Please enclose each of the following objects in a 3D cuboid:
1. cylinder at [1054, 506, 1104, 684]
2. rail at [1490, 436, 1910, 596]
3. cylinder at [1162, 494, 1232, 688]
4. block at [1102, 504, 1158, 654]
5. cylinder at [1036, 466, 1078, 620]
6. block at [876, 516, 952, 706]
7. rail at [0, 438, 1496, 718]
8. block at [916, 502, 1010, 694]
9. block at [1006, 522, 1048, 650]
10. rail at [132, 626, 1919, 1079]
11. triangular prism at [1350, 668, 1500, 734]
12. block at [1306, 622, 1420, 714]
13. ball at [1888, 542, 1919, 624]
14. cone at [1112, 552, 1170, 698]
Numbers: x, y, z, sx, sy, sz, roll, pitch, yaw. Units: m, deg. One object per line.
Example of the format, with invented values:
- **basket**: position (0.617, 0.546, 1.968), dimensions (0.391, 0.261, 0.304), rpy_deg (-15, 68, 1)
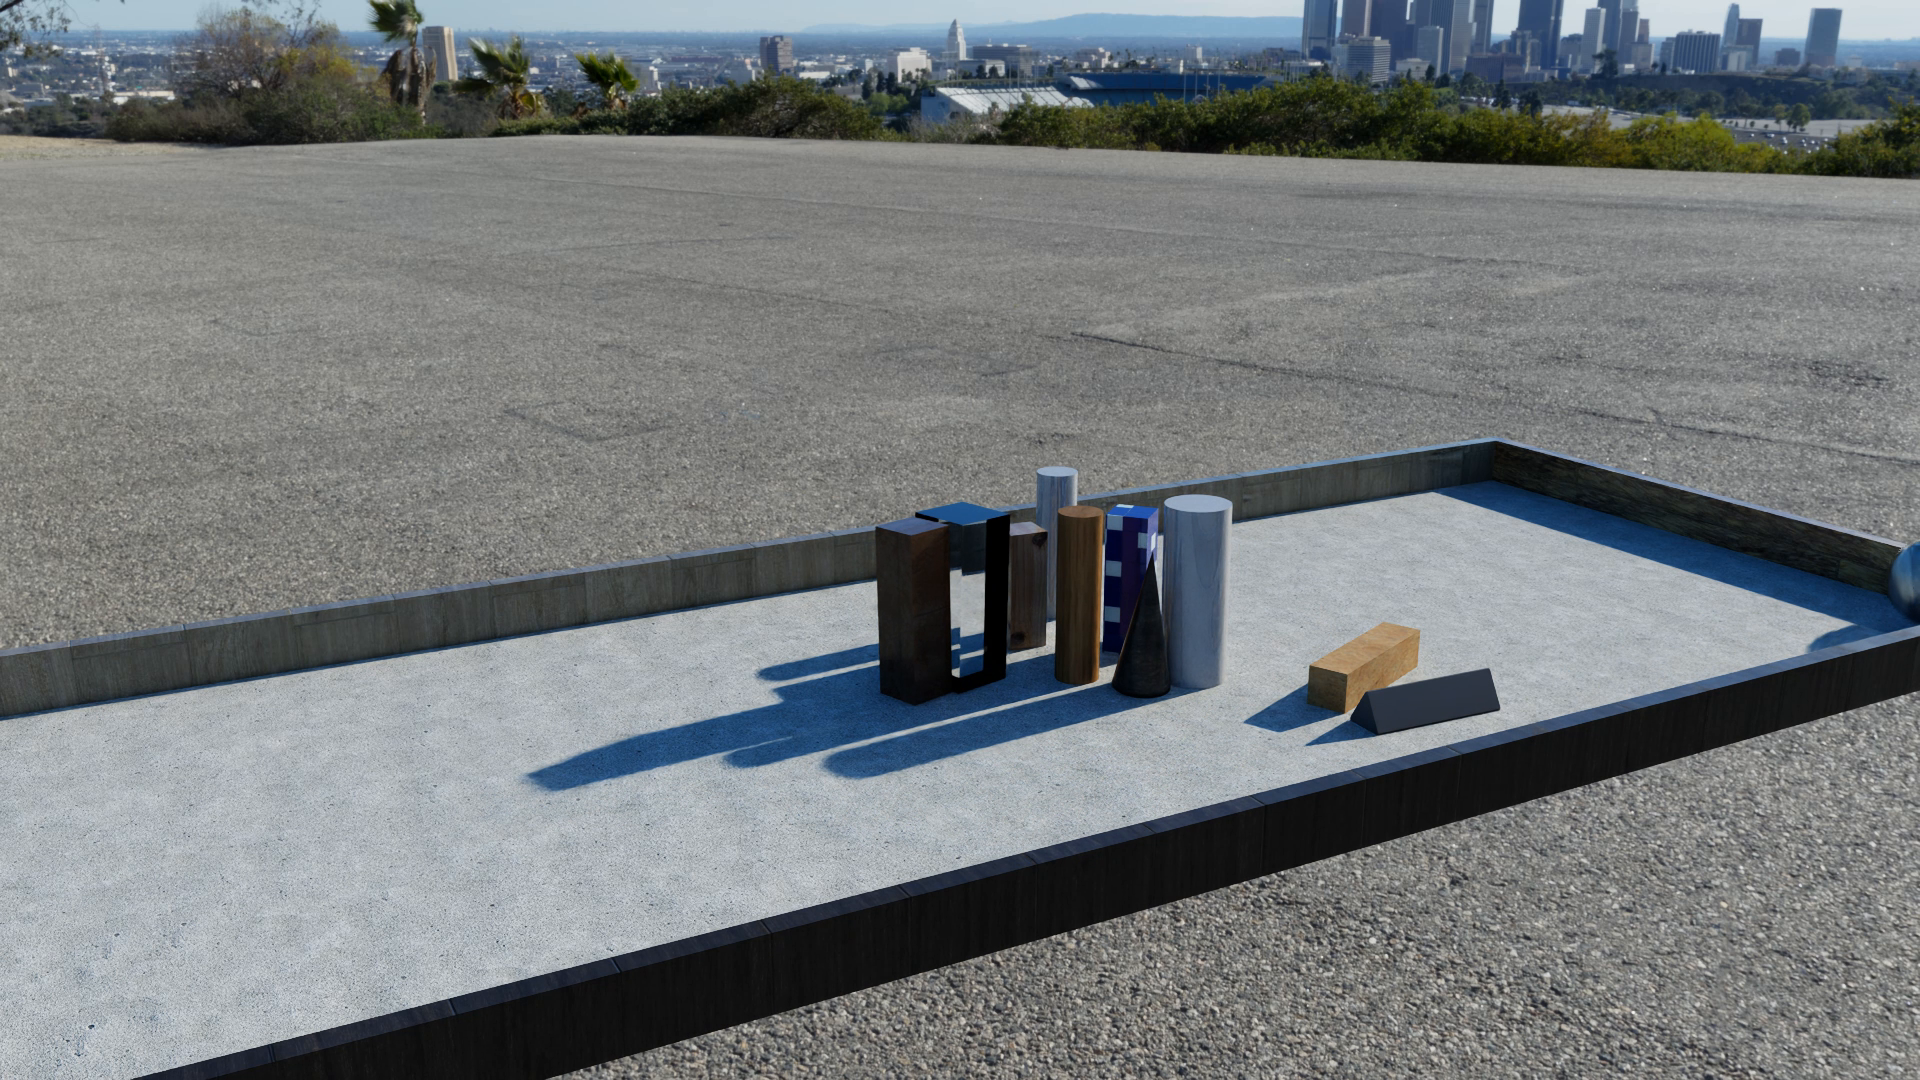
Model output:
- **cylinder**: position (0.296, 0.138, 4.114), dimensions (0.112, 0.434, 0.112), rpy_deg (0, 17, 0)
- **rail**: position (2.466, -0.048, 5.253), dimensions (0.050, 0.150, 2.100), rpy_deg (-9, 18, -27)
- **cylinder**: position (0.587, 0.128, 4.109), dimensions (0.166, 0.455, 0.166), rpy_deg (-1, 17, 0)
- **block**: position (0.447, 0.106, 4.324), dimensions (0.111, 0.377, 0.111), rpy_deg (6, 17, 20)
- **cylinder**: position (0.268, 0.008, 4.597), dimensions (0.113, 0.411, 0.113), rpy_deg (0, 16, 0)
- **block**: position (-0.111, 0.171, 4.013), dimensions (0.125, 0.426, 0.125), rpy_deg (-16, 21, -43)
- **rail**: position (-3.305, 0.497, 3.399), dimensions (12.000, 0.150, 0.050), rpy_deg (-9, 18, -27)
- **block**: position (0.002, 0.140, 4.110), dimensions (0.165, 0.428, 0.165), rpy_deg (-14, 21, -43)
- **block**: position (0.161, 0.122, 4.377), dimensions (0.104, 0.317, 0.104), rpy_deg (-7, 18, -22)
- **rail**: position (-2.336, 1.006, 1.665), dimensions (12.000, 0.150, 0.050), rpy_deg (-9, 18, -27)
- **triangular prism**: position (1.111, 0.373, 3.920), dimensions (0.366, 0.089, 0.103), rpy_deg (-7, 18, -24)
- **block**: position (1.009, 0.314, 4.109), dimensions (0.100, 0.100, 0.408), rpy_deg (13, 21, 37)
- **ball**: position (2.683, 0.118, 4.522), dimensions (0.244, 0.244, 0.244), rpy_deg (0, 16, 0)
- **cone**: position (0.457, 0.192, 4.036), dimensions (0.147, 0.362, 0.147), rpy_deg (2, 22, -1)
